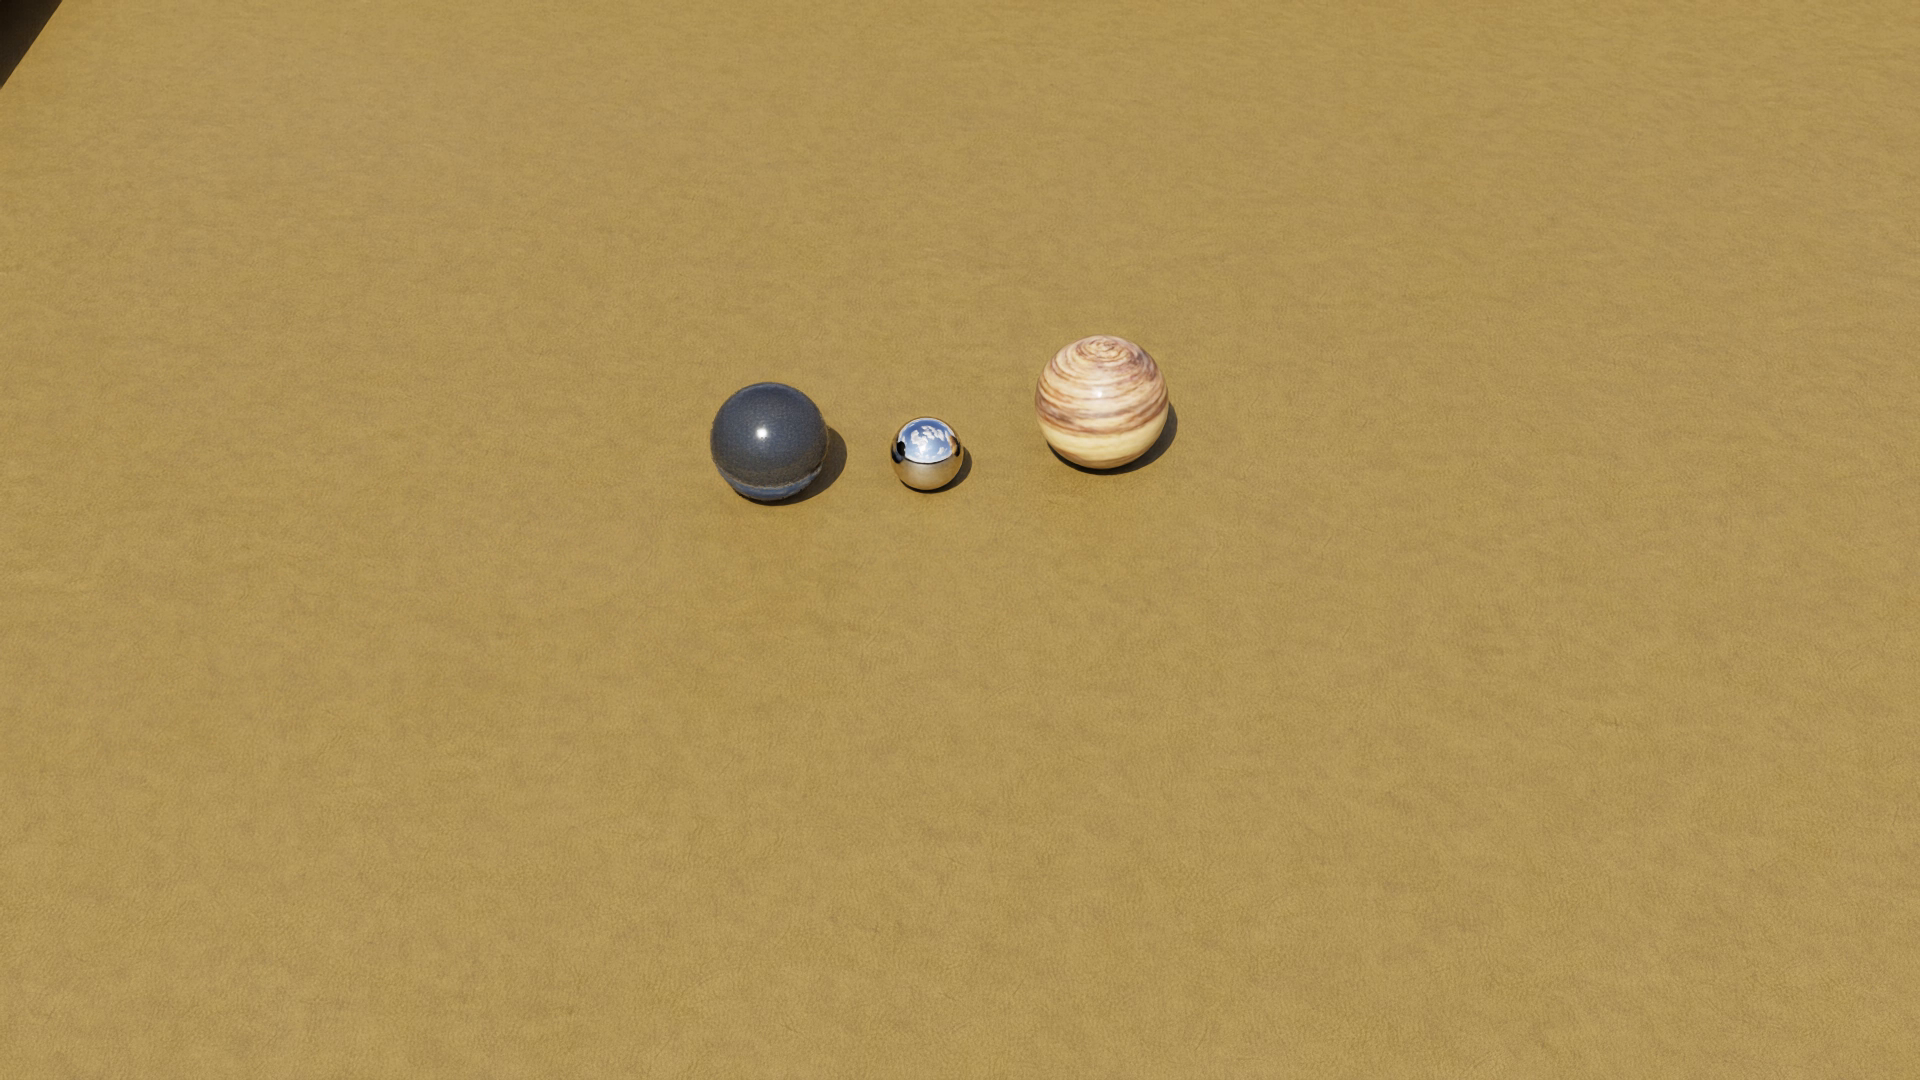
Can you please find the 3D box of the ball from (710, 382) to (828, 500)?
[{"bbox_3d":[-0.129,-0.067,1.737,0.081,0.081,0.081,0,36,0],"label":"ball"}]

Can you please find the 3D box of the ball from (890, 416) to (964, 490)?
[{"bbox_3d":[-0.023,-0.059,1.752,0.051,0.051,0.051,0,36,0],"label":"ball"}]

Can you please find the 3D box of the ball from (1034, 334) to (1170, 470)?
[{"bbox_3d":[0.097,-0.095,1.766,0.093,0.093,0.093,0,36,0],"label":"ball"}]
